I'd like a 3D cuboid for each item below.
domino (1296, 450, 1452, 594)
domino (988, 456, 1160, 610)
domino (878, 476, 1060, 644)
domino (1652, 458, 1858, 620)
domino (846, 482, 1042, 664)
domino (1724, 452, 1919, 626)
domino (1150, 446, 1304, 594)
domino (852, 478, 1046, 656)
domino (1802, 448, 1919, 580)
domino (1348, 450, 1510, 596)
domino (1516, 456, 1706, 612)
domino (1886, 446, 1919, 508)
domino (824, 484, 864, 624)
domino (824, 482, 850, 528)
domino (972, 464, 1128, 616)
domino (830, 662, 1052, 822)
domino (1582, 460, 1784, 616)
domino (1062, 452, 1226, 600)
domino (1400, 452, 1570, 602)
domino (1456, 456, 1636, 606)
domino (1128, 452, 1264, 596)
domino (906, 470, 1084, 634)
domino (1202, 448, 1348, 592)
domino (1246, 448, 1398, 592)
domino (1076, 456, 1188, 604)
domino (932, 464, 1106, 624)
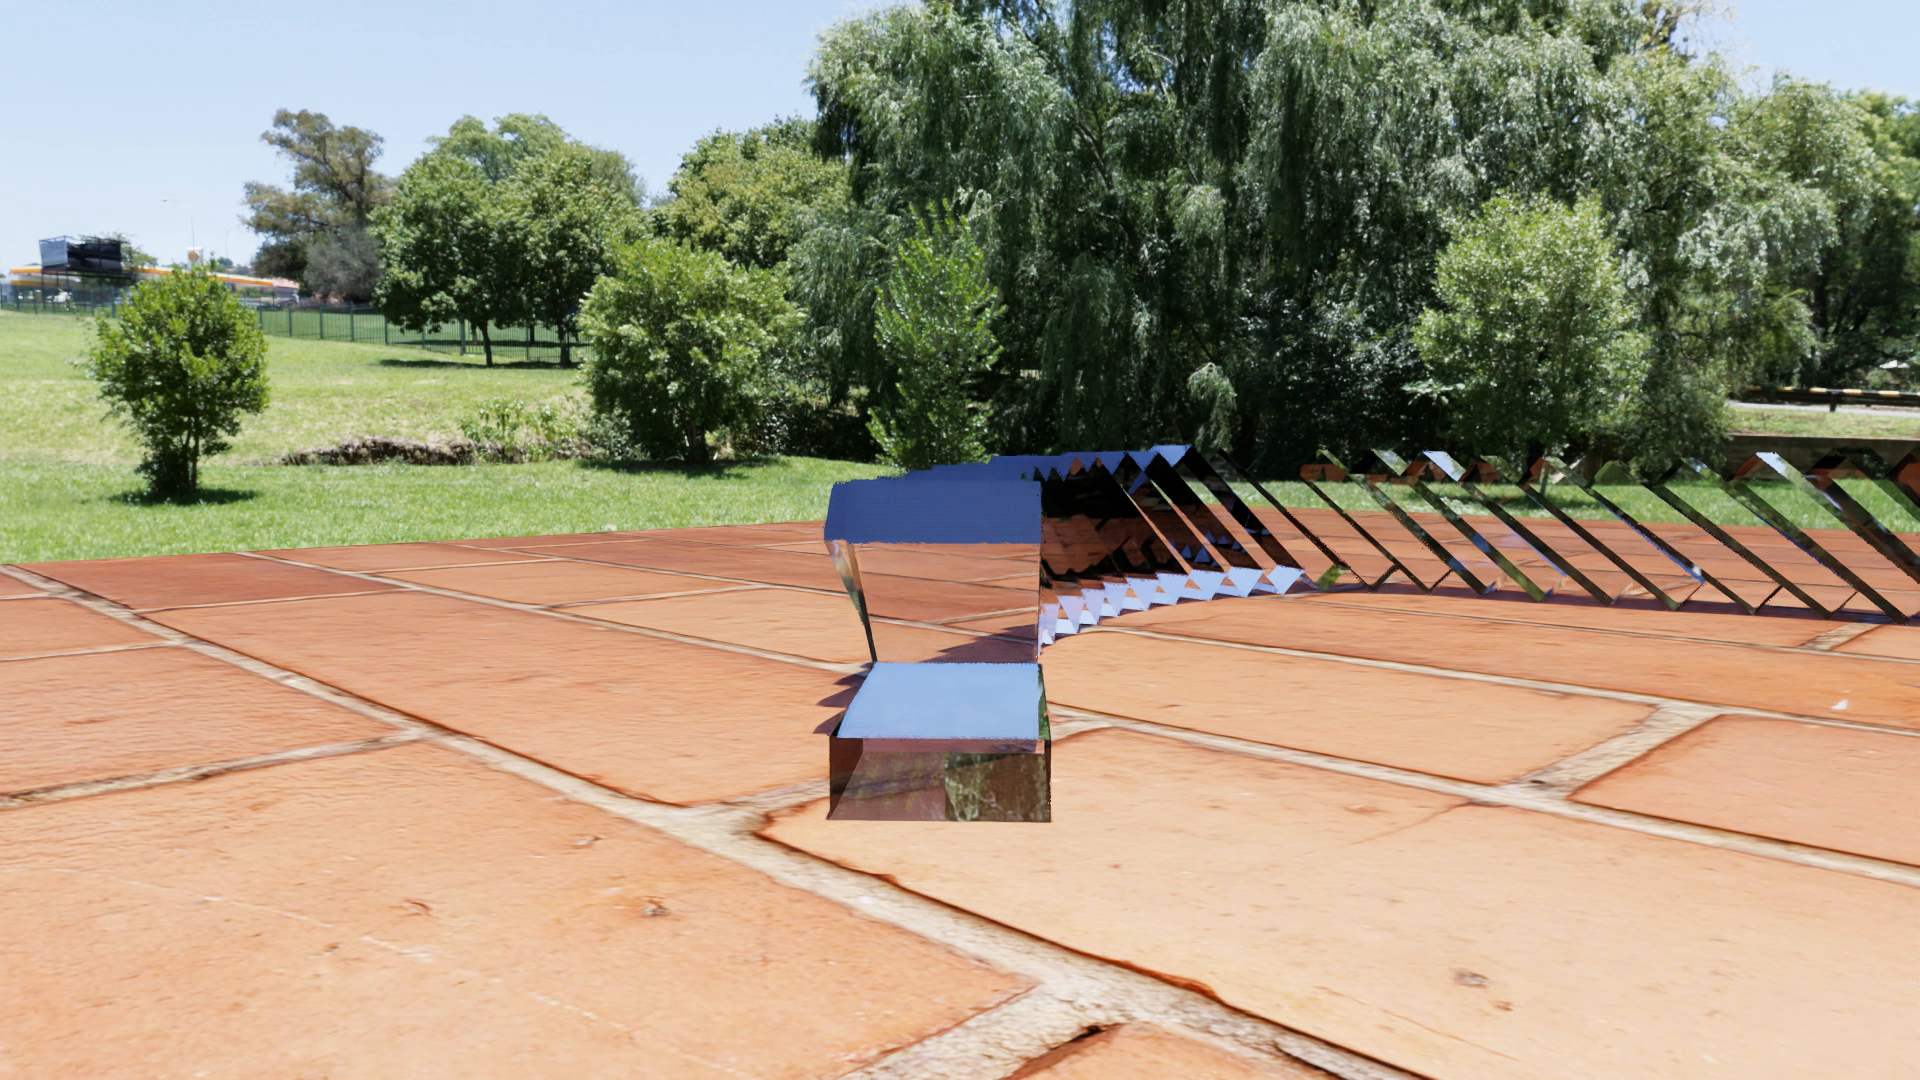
[{"bbox_3d":[0.122,-0.006,0.376,0.050,0.010,0.025,45,18,13],"label":"domino"},{"bbox_3d":[0.028,-0.001,0.322,0.025,0.010,0.050,4,-35,40],"label":"domino"},{"bbox_3d":[0.002,0.005,0.259,0.025,0.009,0.050,2,-30,19],"label":"domino"},{"bbox_3d":[0.204,-0.001,0.328,0.025,0.009,0.050,-5,46,-52],"label":"domino"},{"bbox_3d":[-0.001,0.009,0.188,0.025,0.009,0.050,0,-31,3],"label":"domino"},{"bbox_3d":[0.217,-0.001,0.319,0.025,0.009,0.050,-5,48,-48],"label":"domino"},{"bbox_3d":[0.074,-0.006,0.369,0.050,0.009,0.025,45,-8,-14],"label":"domino"},{"bbox_3d":[-0.002,0.006,0.243,0.025,0.010,0.050,1,-30,19],"label":"domino"},{"bbox_3d":[0.232,-0.001,0.310,0.025,0.009,0.050,-3,49,-37],"label":"domino"},{"bbox_3d":[0.138,-0.006,0.372,0.050,0.009,0.025,48,25,22],"label":"domino"},{"bbox_3d":[0.174,-0.003,0.343,0.050,0.010,0.025,46,26,22],"label":"domino"},{"bbox_3d":[0.246,-0.001,0.301,0.025,0.010,0.050,2,45,-21],"label":"domino"},{"bbox_3d":[-0.003,0.009,0.207,0.025,0.009,0.050,0,-31,10],"label":"domino"},{"bbox_3d":[-0.004,0.007,0.225,0.025,0.009,0.050,1,-30,15],"label":"domino"},{"bbox_3d":[0.019,0.001,0.307,0.025,0.010,0.050,3,-32,33],"label":"domino"},{"bbox_3d":[-0.001,0.025,0.169,0.025,0.009,0.050,0,4,2],"label":"domino"},{"bbox_3d":[0.189,-0.002,0.336,0.050,0.010,0.025,44,25,23],"label":"domino"},{"bbox_3d":[0.048,-0.004,0.348,0.050,0.009,0.025,46,-22,-29],"label":"domino"},{"bbox_3d":[0.150,-0.005,0.363,0.050,0.010,0.025,48,27,22],"label":"domino"},{"bbox_3d":[0.162,-0.003,0.352,0.050,0.010,0.025,46,26,23],"label":"domino"},{"bbox_3d":[0.060,-0.005,0.359,0.050,0.009,0.025,44,-16,-24],"label":"domino"},{"bbox_3d":[0.008,0.003,0.276,0.025,0.009,0.050,2,-31,23],"label":"domino"},{"bbox_3d":[0.090,-0.007,0.378,0.050,0.009,0.025,43,4,-1],"label":"domino"},{"bbox_3d":[0.106,-0.007,0.379,0.050,0.010,0.025,44,12,8],"label":"domino"},{"bbox_3d":[0.037,-0.002,0.336,0.025,0.009,0.050,5,-34,47],"label":"domino"},{"bbox_3d":[0.013,0.002,0.292,0.025,0.009,0.050,2,-33,28],"label":"domino"}]
